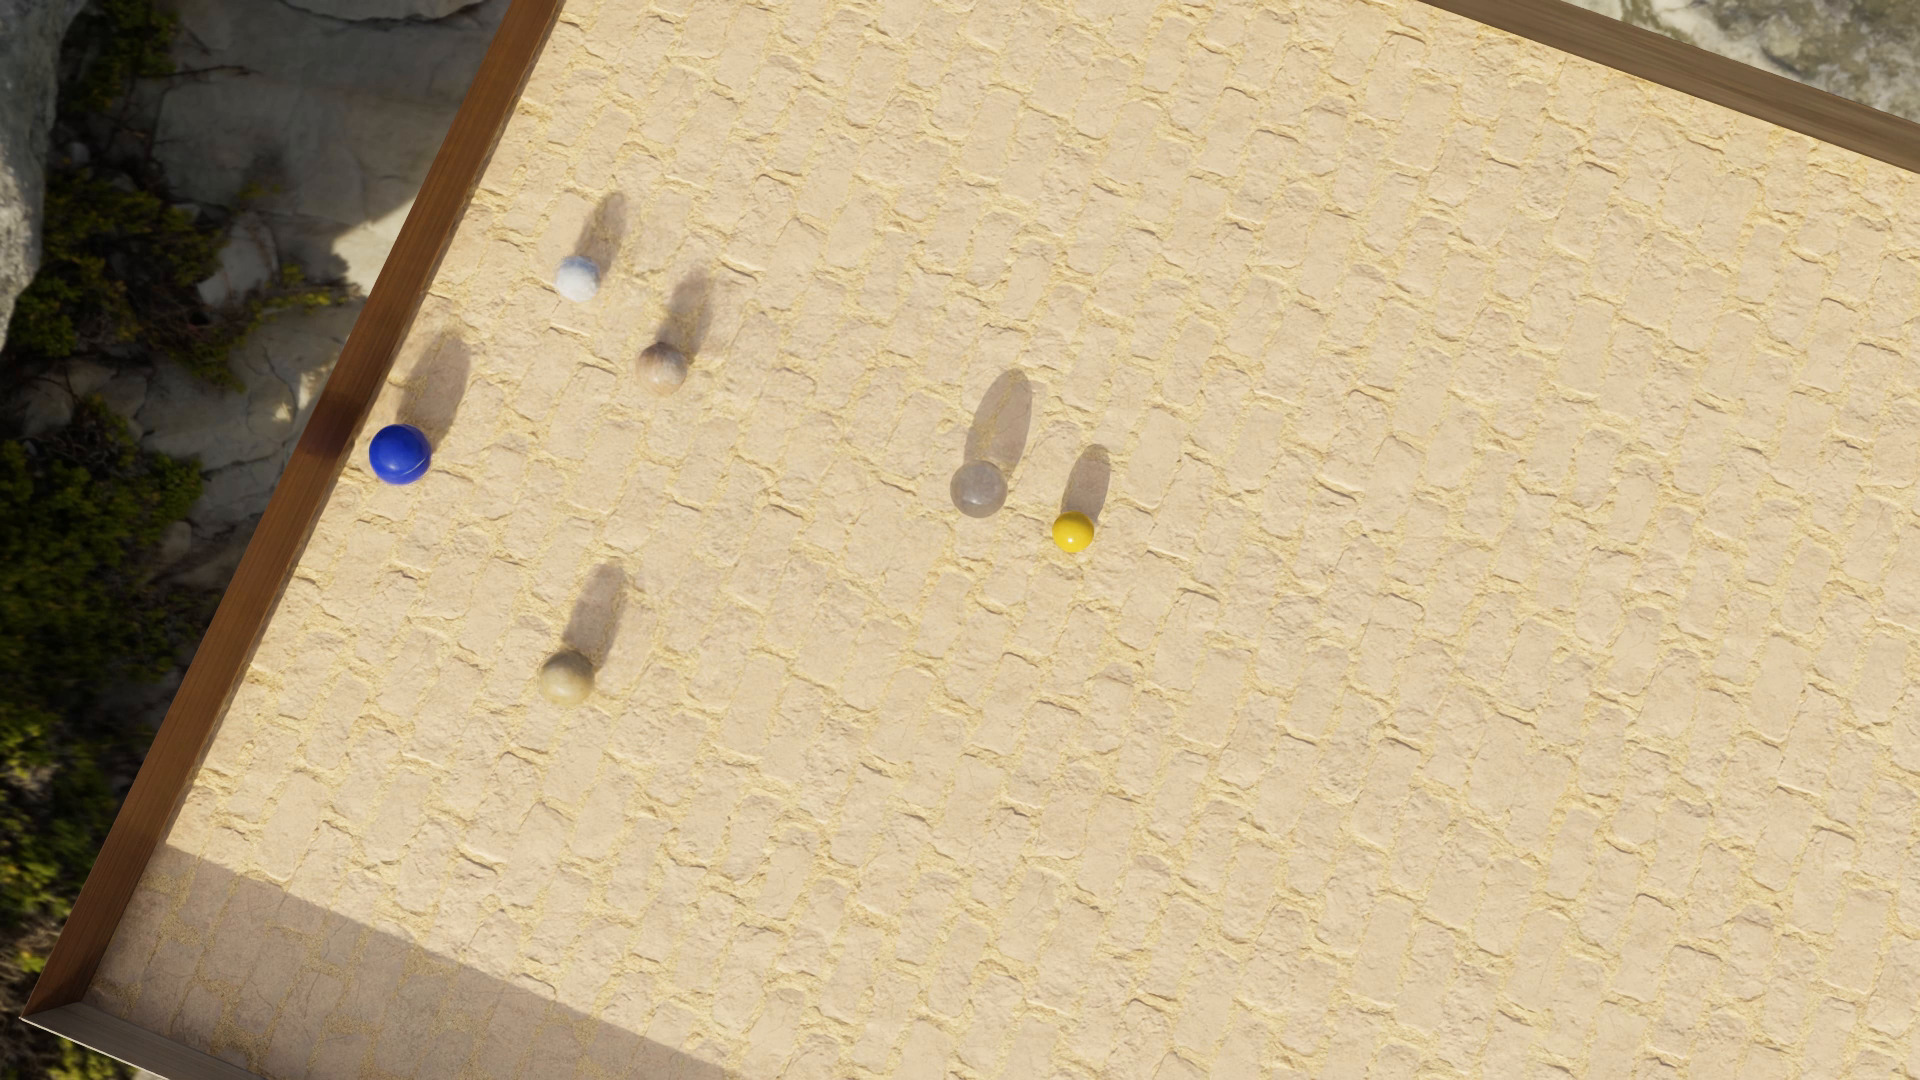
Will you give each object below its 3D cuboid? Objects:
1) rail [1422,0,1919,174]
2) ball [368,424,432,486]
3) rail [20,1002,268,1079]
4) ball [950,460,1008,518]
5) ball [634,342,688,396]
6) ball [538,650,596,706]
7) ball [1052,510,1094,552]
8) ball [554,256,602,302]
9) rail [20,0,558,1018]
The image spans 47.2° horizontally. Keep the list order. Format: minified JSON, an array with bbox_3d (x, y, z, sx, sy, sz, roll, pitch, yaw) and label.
[{"bbox_3d":[1.308,-0.675,3.481,3.875,0.123,0.045,21,77,5],"label":"rail"},{"bbox_3d":[-0.855,-0.131,3.358,0.095,0.095,0.095,0,76,0],"label":"ball"},{"bbox_3d":[0.498,1.344,2.966,3.875,0.123,0.045,21,77,5],"label":"rail"},{"bbox_3d":[0.029,-0.077,3.347,0.090,0.090,0.090,0,76,0],"label":"ball"},{"bbox_3d":[-0.462,-0.264,3.399,0.081,0.081,0.081,0,76,0],"label":"ball"},{"bbox_3d":[-0.585,0.206,3.278,0.084,0.084,0.084,0,76,0],"label":"ball"},{"bbox_3d":[0.172,-0.013,3.343,0.065,0.065,0.065,0,76,0],"label":"ball"},{"bbox_3d":[-0.597,-0.408,3.440,0.073,0.073,0.073,0,76,0],"label":"ball"},{"bbox_3d":[-0.881,-0.338,3.395,0.045,0.123,2.283,21,77,5],"label":"rail"}]
